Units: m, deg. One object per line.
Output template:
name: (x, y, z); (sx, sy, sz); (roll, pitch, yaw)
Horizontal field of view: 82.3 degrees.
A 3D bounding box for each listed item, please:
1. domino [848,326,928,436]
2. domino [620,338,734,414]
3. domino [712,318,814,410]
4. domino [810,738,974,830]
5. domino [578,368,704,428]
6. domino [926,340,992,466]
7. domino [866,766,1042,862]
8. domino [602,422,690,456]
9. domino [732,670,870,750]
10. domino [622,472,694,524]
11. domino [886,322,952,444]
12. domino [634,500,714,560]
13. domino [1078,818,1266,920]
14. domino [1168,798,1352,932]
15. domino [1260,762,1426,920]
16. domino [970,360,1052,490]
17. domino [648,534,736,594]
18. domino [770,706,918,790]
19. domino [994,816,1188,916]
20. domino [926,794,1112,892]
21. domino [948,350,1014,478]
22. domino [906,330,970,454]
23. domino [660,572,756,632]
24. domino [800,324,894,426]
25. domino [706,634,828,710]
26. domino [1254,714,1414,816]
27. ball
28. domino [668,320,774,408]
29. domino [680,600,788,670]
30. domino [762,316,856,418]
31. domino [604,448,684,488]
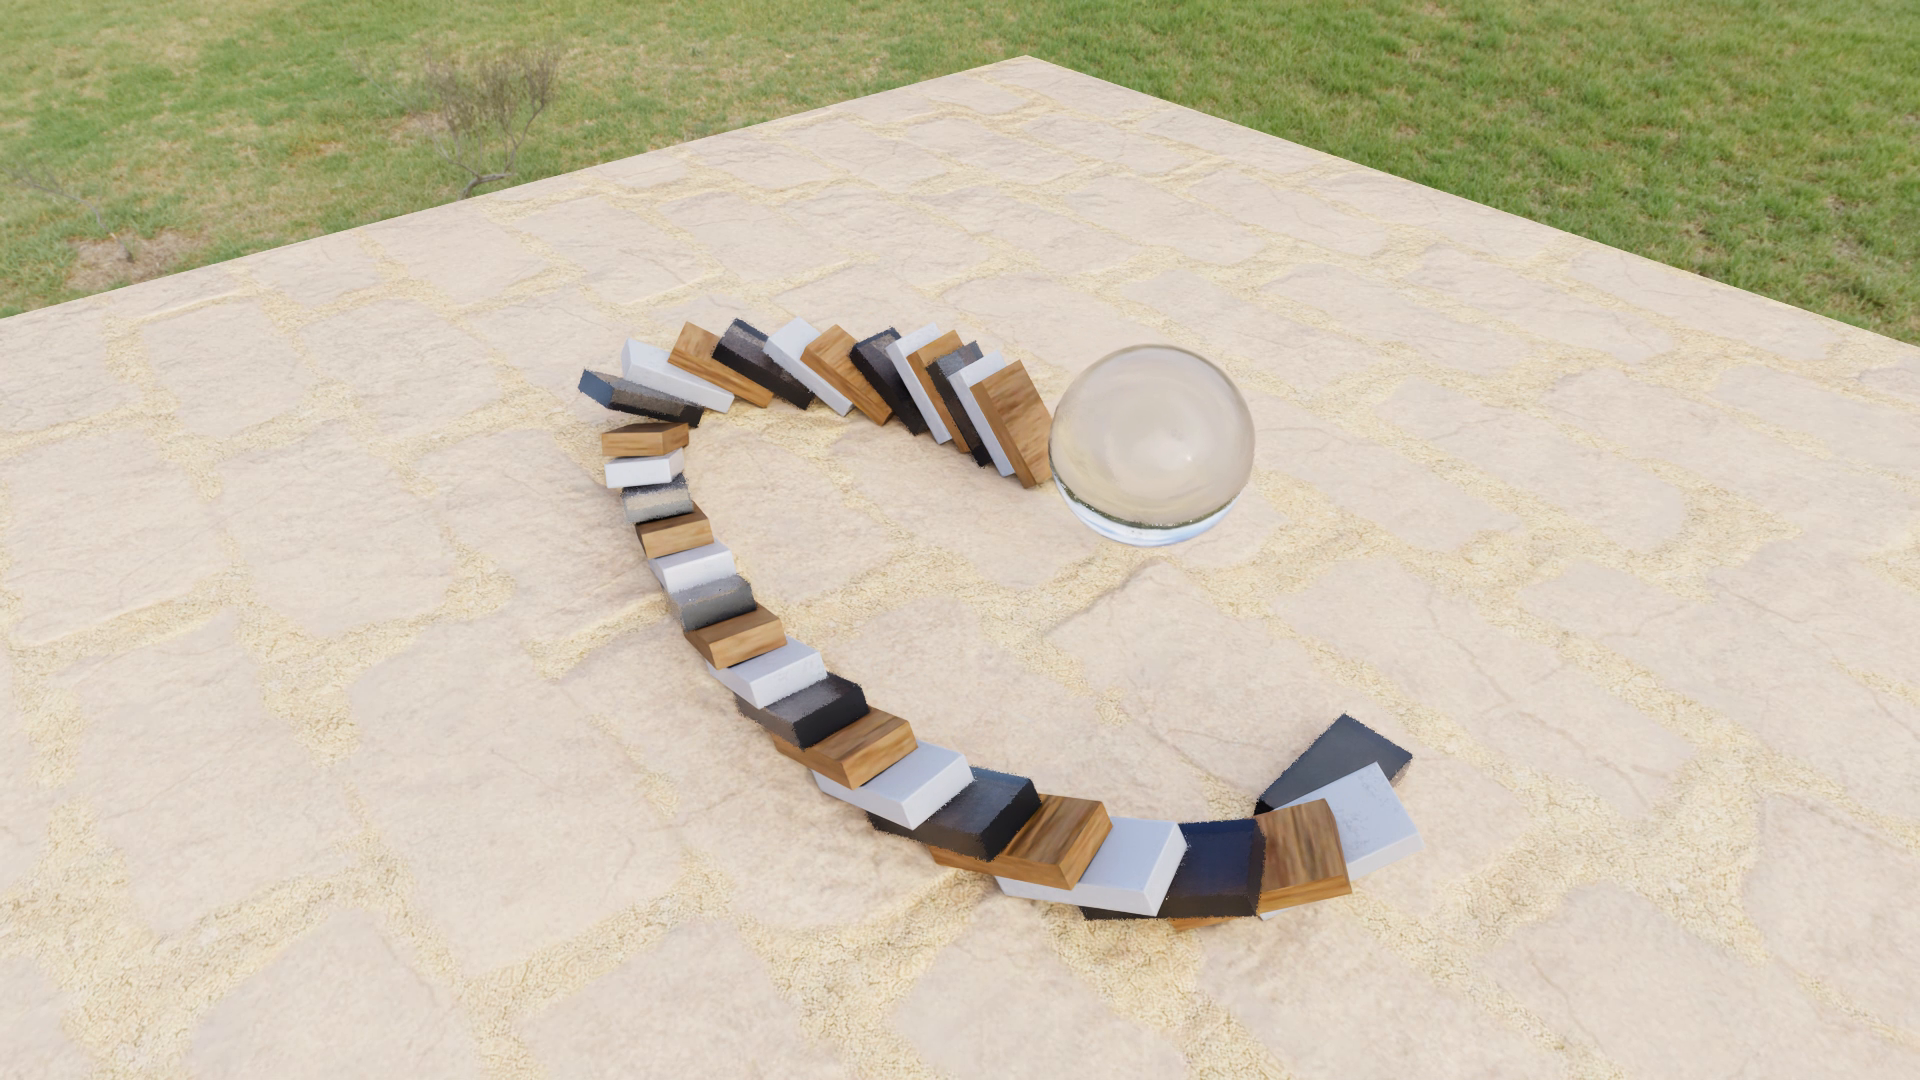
domino: (-0.026, -0.075, 0.516); (0.025, 0.009, 0.050); (-33, 78, -35)
domino: (-0.133, -0.077, 0.518); (0.050, 0.009, 0.025); (17, 29, -32)
domino: (-0.091, -0.085, 0.528); (0.050, 0.009, 0.025); (29, 39, -11)
domino: (-0.022, 0.072, 0.339); (0.025, 0.010, 0.050); (-33, 22, -33)
domino: (-0.144, -0.064, 0.500); (0.025, 0.010, 0.050); (31, 13, 33)
domino: (0.008, -0.061, 0.491); (0.025, 0.050, 0.010); (-34, 8, -34)
domino: (-0.003, 0.079, 0.329); (0.050, 0.009, 0.025); (0, 30, 46)
domino: (-0.136, -0.044, 0.479); (0.025, 0.009, 0.050); (-1, 11, -1)
domino: (-0.053, 0.053, 0.362); (0.025, 0.010, 0.050); (-26, 19, -28)
domino: (-0.123, -0.018, 0.447); (0.025, 0.010, 0.050); (-12, 13, -14)
domino: (-0.011, -0.072, 0.504); (0.025, 0.050, 0.009); (-34, 8, -34)
domino: (-0.114, -0.005, 0.433); (0.025, 0.009, 0.050); (-15, 15, -18)
domino: (0.059, 0.094, 0.312); (0.050, 0.010, 0.025); (-13, 32, 30)
domino: (0.083, 0.092, 0.313); (0.050, 0.010, 0.025); (-21, 35, 20)
domino: (0.105, 0.087, 0.319); (0.050, 0.009, 0.025); (-29, 39, 10)
domino: (0.027, -0.050, 0.478); (0.025, 0.050, 0.010); (-34, 8, -34)
domino: (-0.103, 0.007, 0.418); (0.025, 0.009, 0.050); (-17, 16, -20)
domino: (-0.038, 0.063, 0.350); (0.025, 0.009, 0.050); (-29, 20, -30)
domino: (0.037, 0.091, 0.314); (0.050, 0.010, 0.025); (-6, 30, 38)
domino: (0.017, 0.086, 0.321); (0.050, 0.010, 0.025); (-4, 30, 42)
domino: (0.018, -0.056, 0.485); (0.025, 0.050, 0.010); (-34, 8, -34)
domino: (-0.001, -0.067, 0.498); (0.025, 0.050, 0.009); (-36, 10, -34)
domino: (-0.093, 0.019, 0.403); (0.025, 0.009, 0.050); (-17, 16, -20)
domino: (-0.048, -0.078, 0.521); (0.050, 0.009, 0.025); (39, 47, 2)
domino: (-0.067, 0.042, 0.375); (0.025, 0.009, 0.050); (-23, 18, -26)
domino: (0.119, 0.078, 0.348); (0.050, 0.009, 0.025); (-31, 49, -33)
ball: (0.075, -0.037, 0.433); (0.080, 0.080, 0.080); (0, 39, 0)
domino: (-0.112, -0.084, 0.528); (0.050, 0.010, 0.025); (25, 36, -17)
domino: (-0.081, 0.031, 0.388); (0.025, 0.009, 0.050); (-20, 17, -22)
domino: (-0.067, -0.084, 0.528); (0.050, 0.009, 0.025); (39, 47, 2)
domino: (-0.132, -0.031, 0.463); (0.025, 0.009, 0.050); (-6, 11, -7)
